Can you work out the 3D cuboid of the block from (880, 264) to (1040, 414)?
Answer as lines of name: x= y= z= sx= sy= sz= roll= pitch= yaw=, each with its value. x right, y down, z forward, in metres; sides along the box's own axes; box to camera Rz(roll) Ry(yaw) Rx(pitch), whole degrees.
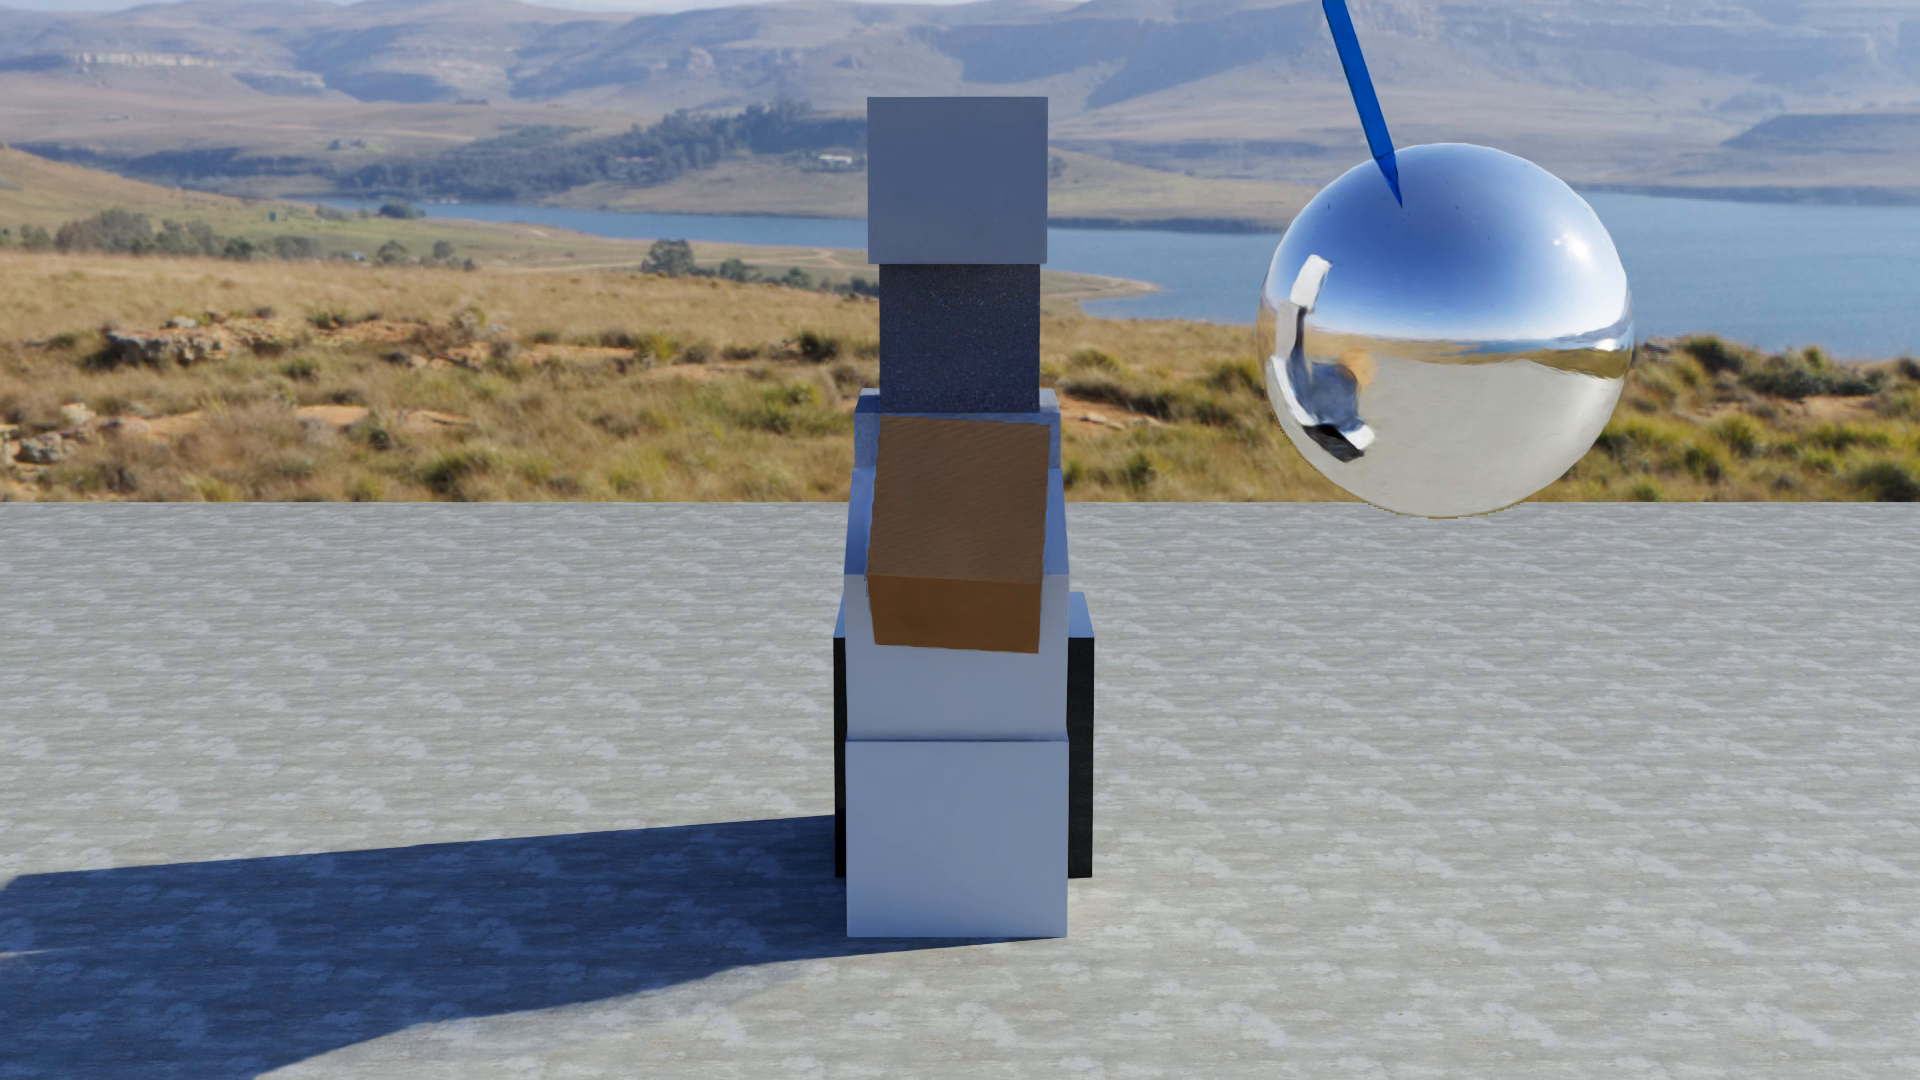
block: x=-0.001 y=-0.934 z=11.343 sx=0.688 sy=0.667 sz=0.676 roll=0 pitch=10 yaw=0

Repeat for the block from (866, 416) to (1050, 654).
block: x=0.004 y=-0.013 z=9.753 sx=0.635 sy=0.644 sz=0.700 roll=3 pitch=-23 yaw=2

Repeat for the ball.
ball: x=2.074 y=-0.899 z=11.017 sx=1.600 sy=1.600 sz=1.600 roll=0 pitch=10 yaw=0

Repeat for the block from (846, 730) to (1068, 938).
block: x=-0.011 y=1.158 z=10.881 sx=0.908 sy=0.829 sz=0.789 roll=0 pitch=10 yaw=0

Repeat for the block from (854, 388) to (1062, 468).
block: x=-0.010 y=-0.152 z=11.614 sx=0.894 sy=0.969 sz=0.895 roll=0 pitch=10 yaw=0

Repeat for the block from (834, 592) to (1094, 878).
block: x=0.017 y=0.869 z=11.744 sx=1.138 sy=1.087 sz=0.994 roll=0 pitch=10 yaw=0

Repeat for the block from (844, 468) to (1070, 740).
block: x=-0.012 y=0.255 z=10.662 sx=0.888 sy=0.777 sz=0.897 roll=0 pitch=29 yaw=0

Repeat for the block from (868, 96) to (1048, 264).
block: x=-0.010 y=-1.539 z=10.901 sx=0.742 sy=0.683 sz=0.659 roll=0 pitch=10 yaw=0

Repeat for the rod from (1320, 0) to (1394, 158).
rod: x=0.899 y=-4.038 z=10.446 sx=0.080 sy=5.200 sz=0.080 roll=-20 pitch=10 yaw=4
